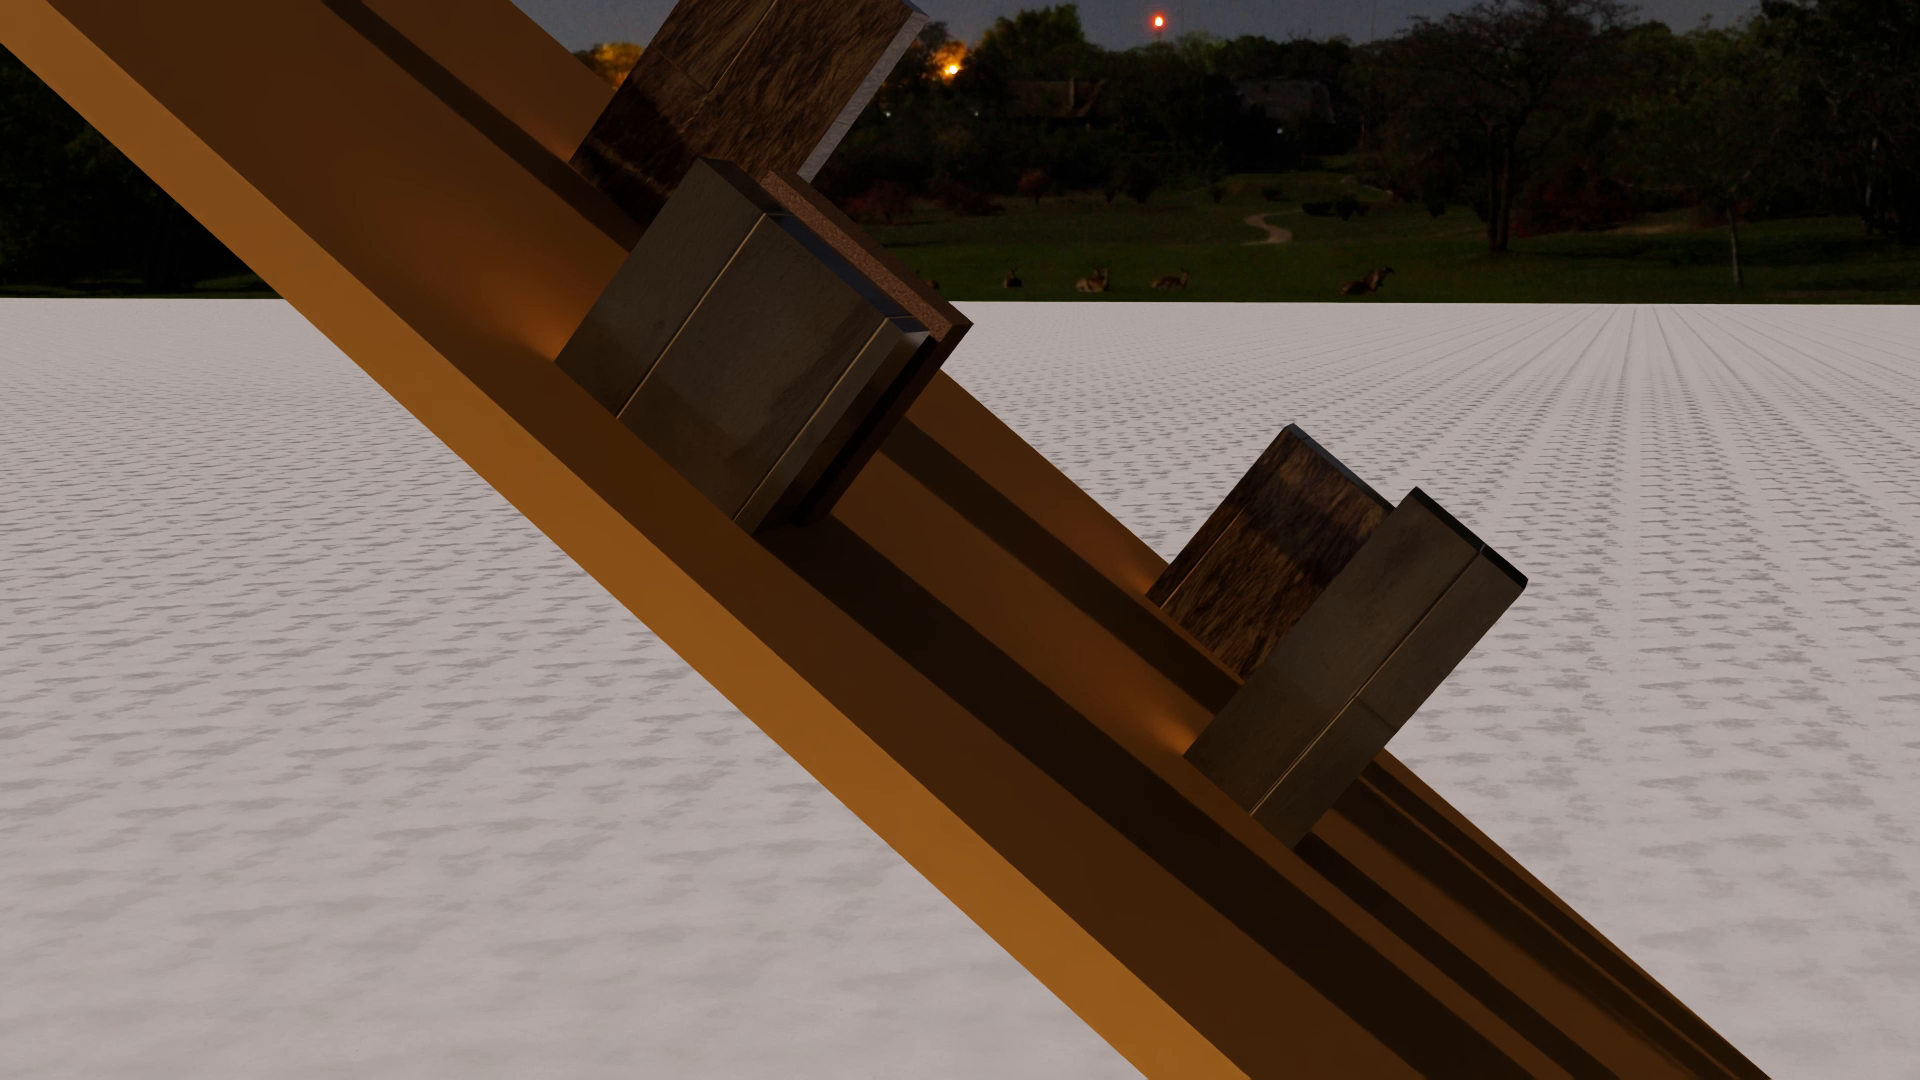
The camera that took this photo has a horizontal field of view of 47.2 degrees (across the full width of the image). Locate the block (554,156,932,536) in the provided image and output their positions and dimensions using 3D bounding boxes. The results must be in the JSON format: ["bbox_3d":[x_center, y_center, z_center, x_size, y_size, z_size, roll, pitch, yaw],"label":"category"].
[{"bbox_3d":[-0.341,-0.301,3.427,0.423,0.403,0.132,41,16,9],"label":"block"}]

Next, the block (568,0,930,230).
[{"bbox_3d":[-0.425,-0.890,4.364,0.403,0.674,0.103,41,16,9],"label":"block"}]

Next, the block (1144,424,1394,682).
[{"bbox_3d":[0.667,0.045,4.566,0.339,0.459,0.121,41,16,9],"label":"block"}]

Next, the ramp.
[{"bbox_3d":[-0.015,0.065,4.047,4.000,0.100,2.000,41,16,9],"label":"ramp"}]

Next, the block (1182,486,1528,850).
[{"bbox_3d":[0.689,0.224,3.847,0.250,0.611,0.142,41,16,9],"label":"block"}]

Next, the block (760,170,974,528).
[{"bbox_3d":[-0.266,-0.312,3.587,0.392,0.421,0.114,41,16,9],"label":"block"}]
